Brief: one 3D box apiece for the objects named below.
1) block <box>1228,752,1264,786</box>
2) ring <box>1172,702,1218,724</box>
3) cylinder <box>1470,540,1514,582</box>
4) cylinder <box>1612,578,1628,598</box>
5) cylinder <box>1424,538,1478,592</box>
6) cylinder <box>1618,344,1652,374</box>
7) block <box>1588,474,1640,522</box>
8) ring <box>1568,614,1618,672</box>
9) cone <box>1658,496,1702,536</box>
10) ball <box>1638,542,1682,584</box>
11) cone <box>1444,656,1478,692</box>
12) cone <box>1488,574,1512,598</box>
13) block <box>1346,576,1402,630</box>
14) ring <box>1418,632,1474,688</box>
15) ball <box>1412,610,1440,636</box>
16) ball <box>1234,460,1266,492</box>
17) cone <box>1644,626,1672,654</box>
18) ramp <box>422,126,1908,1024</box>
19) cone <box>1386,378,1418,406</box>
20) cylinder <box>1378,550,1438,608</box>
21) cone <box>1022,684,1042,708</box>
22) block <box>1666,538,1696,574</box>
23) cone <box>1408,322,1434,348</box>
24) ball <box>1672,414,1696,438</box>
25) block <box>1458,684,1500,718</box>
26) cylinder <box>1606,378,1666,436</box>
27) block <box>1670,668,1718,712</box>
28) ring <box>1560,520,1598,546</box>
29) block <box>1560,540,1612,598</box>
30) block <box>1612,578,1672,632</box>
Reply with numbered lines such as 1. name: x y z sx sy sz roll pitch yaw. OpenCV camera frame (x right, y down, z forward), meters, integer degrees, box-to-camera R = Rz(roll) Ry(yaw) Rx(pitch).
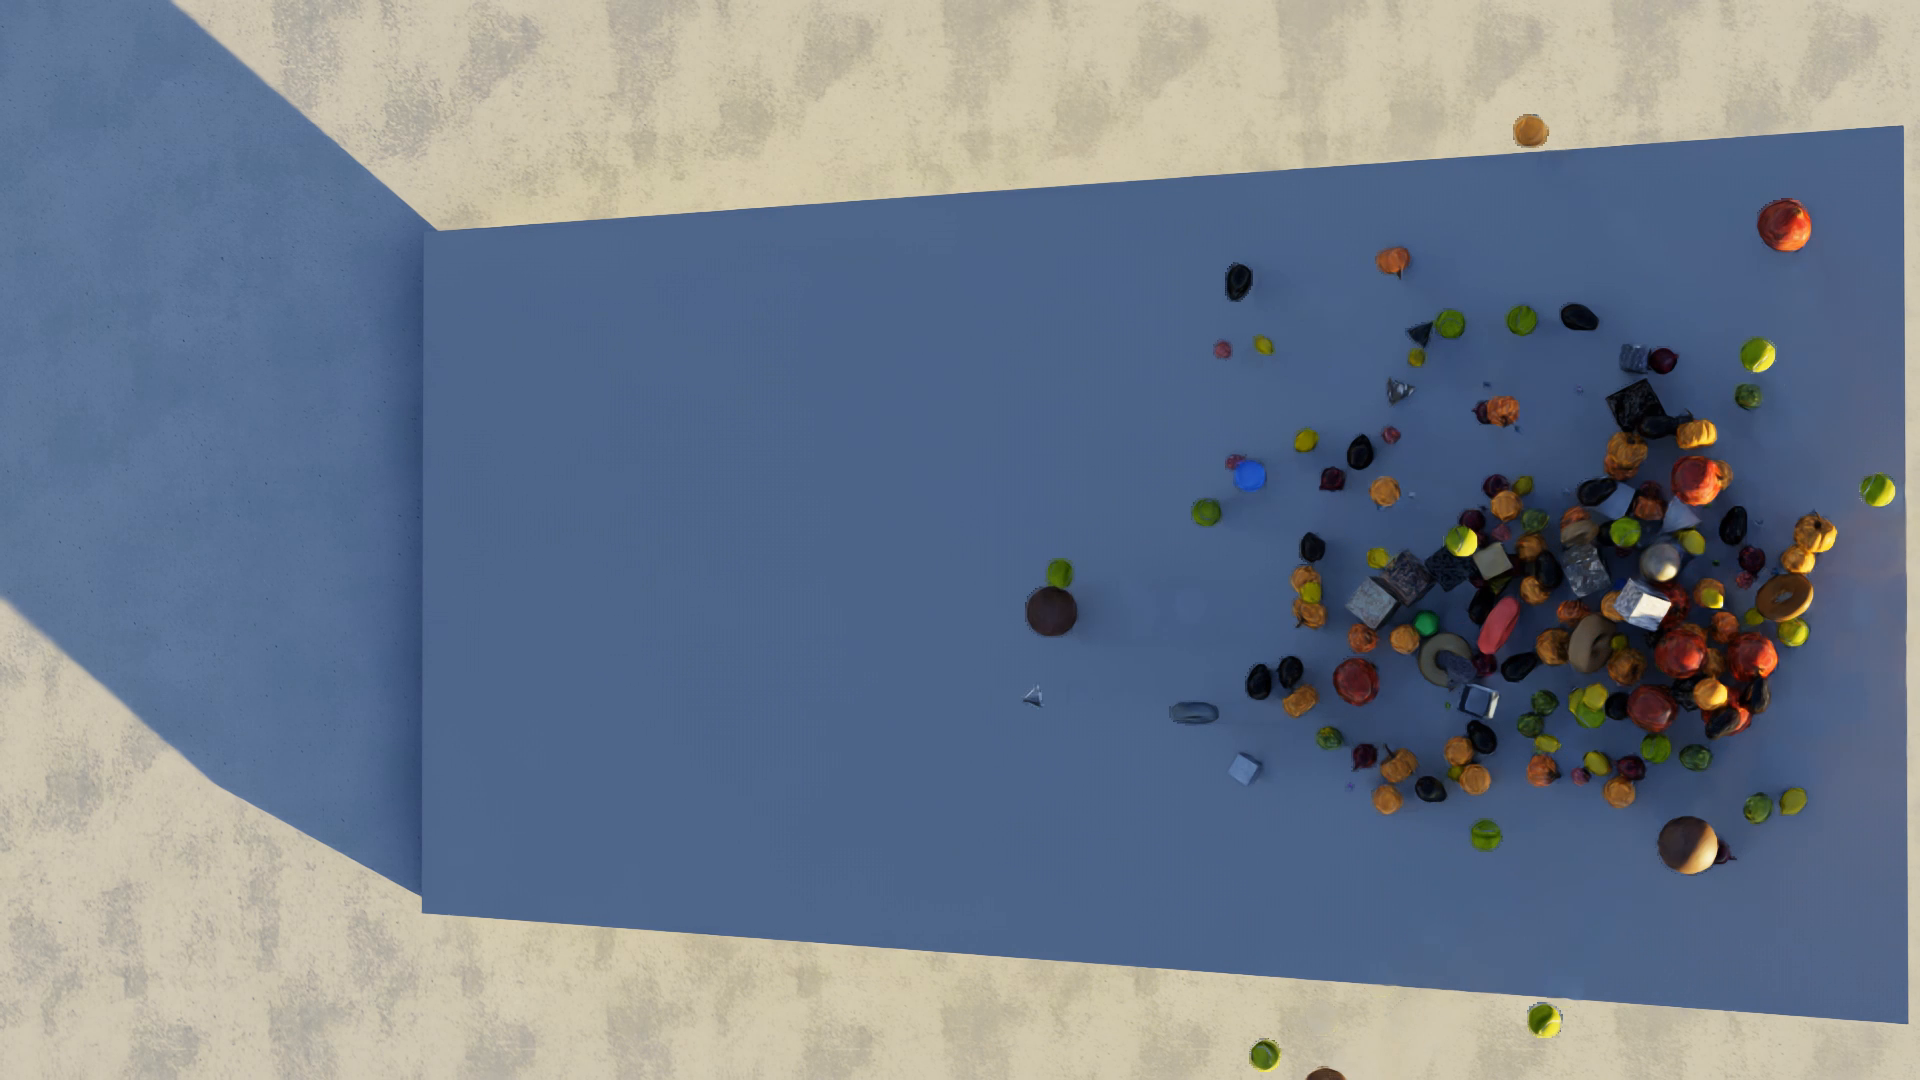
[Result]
1. block: 0.708 0.566 5.446 0.058 0.058 0.058 33 102 20
2. ring: 0.584 0.429 5.462 0.118 0.118 0.039 4 74 0
3. cylinder: 1.246 0.049 5.147 0.072 0.072 0.072 -31 89 -3
4. cylinder: 1.542 0.118 5.084 0.051 0.051 0.051 16 89 -10
5. cylinder: 1.160 0.060 5.190 0.092 0.092 0.092 -38 89 12
6. cylinder: 1.563 -0.419 5.092 0.061 0.061 0.061 11 89 23
7. block: 1.516 -0.095 5.097 0.083 0.083 0.083 26 99 21
8. ring: 1.461 0.238 5.075 0.149 0.050 0.149 -18 120 -33
9. cone: 1.625 -0.039 5.015 0.093 0.093 0.093 -44 89 11
10. ball: 1.588 0.051 4.989 0.094 0.094 0.094 0 89 0
11. cone: 1.174 0.330 5.216 0.082 0.082 0.082 16 124 0
12. cone: 1.256 0.091 5.180 0.066 0.066 0.066 37 89 17
13. block: 1.001 0.153 5.308 0.091 0.091 0.091 41 104 18
14. ring: 1.163 0.286 5.263 0.134 0.045 0.134 0 91 21
15. ball: 1.118 0.198 5.271 0.064 0.064 0.064 0 89 0
16. ball: 0.718 -0.158 5.439 0.079 0.079 0.079 0 89 0
17. cone: 1.624 0.218 5.076 0.065 0.065 0.065 45 78 0
18. ramp: 0.283 0.085 5.718 4.000 0.100 2.000 0 89 23
19. cone: 1.073 -0.362 5.312 0.069 0.069 0.069 -8 89 0
20. cylinder: 1.075 0.092 5.273 0.100 0.100 0.100 -42 74 0
21. cone: 0.193 0.395 5.658 0.057 0.057 0.057 19 84 0
22. block: 1.640 0.040 5.052 0.064 0.064 0.064 45 106 17
23. cone: 1.117 -0.503 5.286 0.061 0.061 0.061 42 99 0
24. ball: 1.663 -0.261 5.051 0.056 0.056 0.056 0 89 0
25. block: 1.230 0.382 5.215 0.064 0.064 0.064 20 99 34
26. cylinder: 1.559 -0.307 5.072 0.099 0.099 0.099 -29 89 20
27. block: 1.665 0.340 4.992 0.064 0.064 0.064 43 57 -11
28. ring: 1.430 -0.015 5.074 0.089 0.089 0.030 -11 61 0
29. block: 1.446 0.067 5.079 0.084 0.084 0.084 -25 108 21
30. block: 1.540 0.146 4.965 0.077 0.077 0.077 17 113 -19
